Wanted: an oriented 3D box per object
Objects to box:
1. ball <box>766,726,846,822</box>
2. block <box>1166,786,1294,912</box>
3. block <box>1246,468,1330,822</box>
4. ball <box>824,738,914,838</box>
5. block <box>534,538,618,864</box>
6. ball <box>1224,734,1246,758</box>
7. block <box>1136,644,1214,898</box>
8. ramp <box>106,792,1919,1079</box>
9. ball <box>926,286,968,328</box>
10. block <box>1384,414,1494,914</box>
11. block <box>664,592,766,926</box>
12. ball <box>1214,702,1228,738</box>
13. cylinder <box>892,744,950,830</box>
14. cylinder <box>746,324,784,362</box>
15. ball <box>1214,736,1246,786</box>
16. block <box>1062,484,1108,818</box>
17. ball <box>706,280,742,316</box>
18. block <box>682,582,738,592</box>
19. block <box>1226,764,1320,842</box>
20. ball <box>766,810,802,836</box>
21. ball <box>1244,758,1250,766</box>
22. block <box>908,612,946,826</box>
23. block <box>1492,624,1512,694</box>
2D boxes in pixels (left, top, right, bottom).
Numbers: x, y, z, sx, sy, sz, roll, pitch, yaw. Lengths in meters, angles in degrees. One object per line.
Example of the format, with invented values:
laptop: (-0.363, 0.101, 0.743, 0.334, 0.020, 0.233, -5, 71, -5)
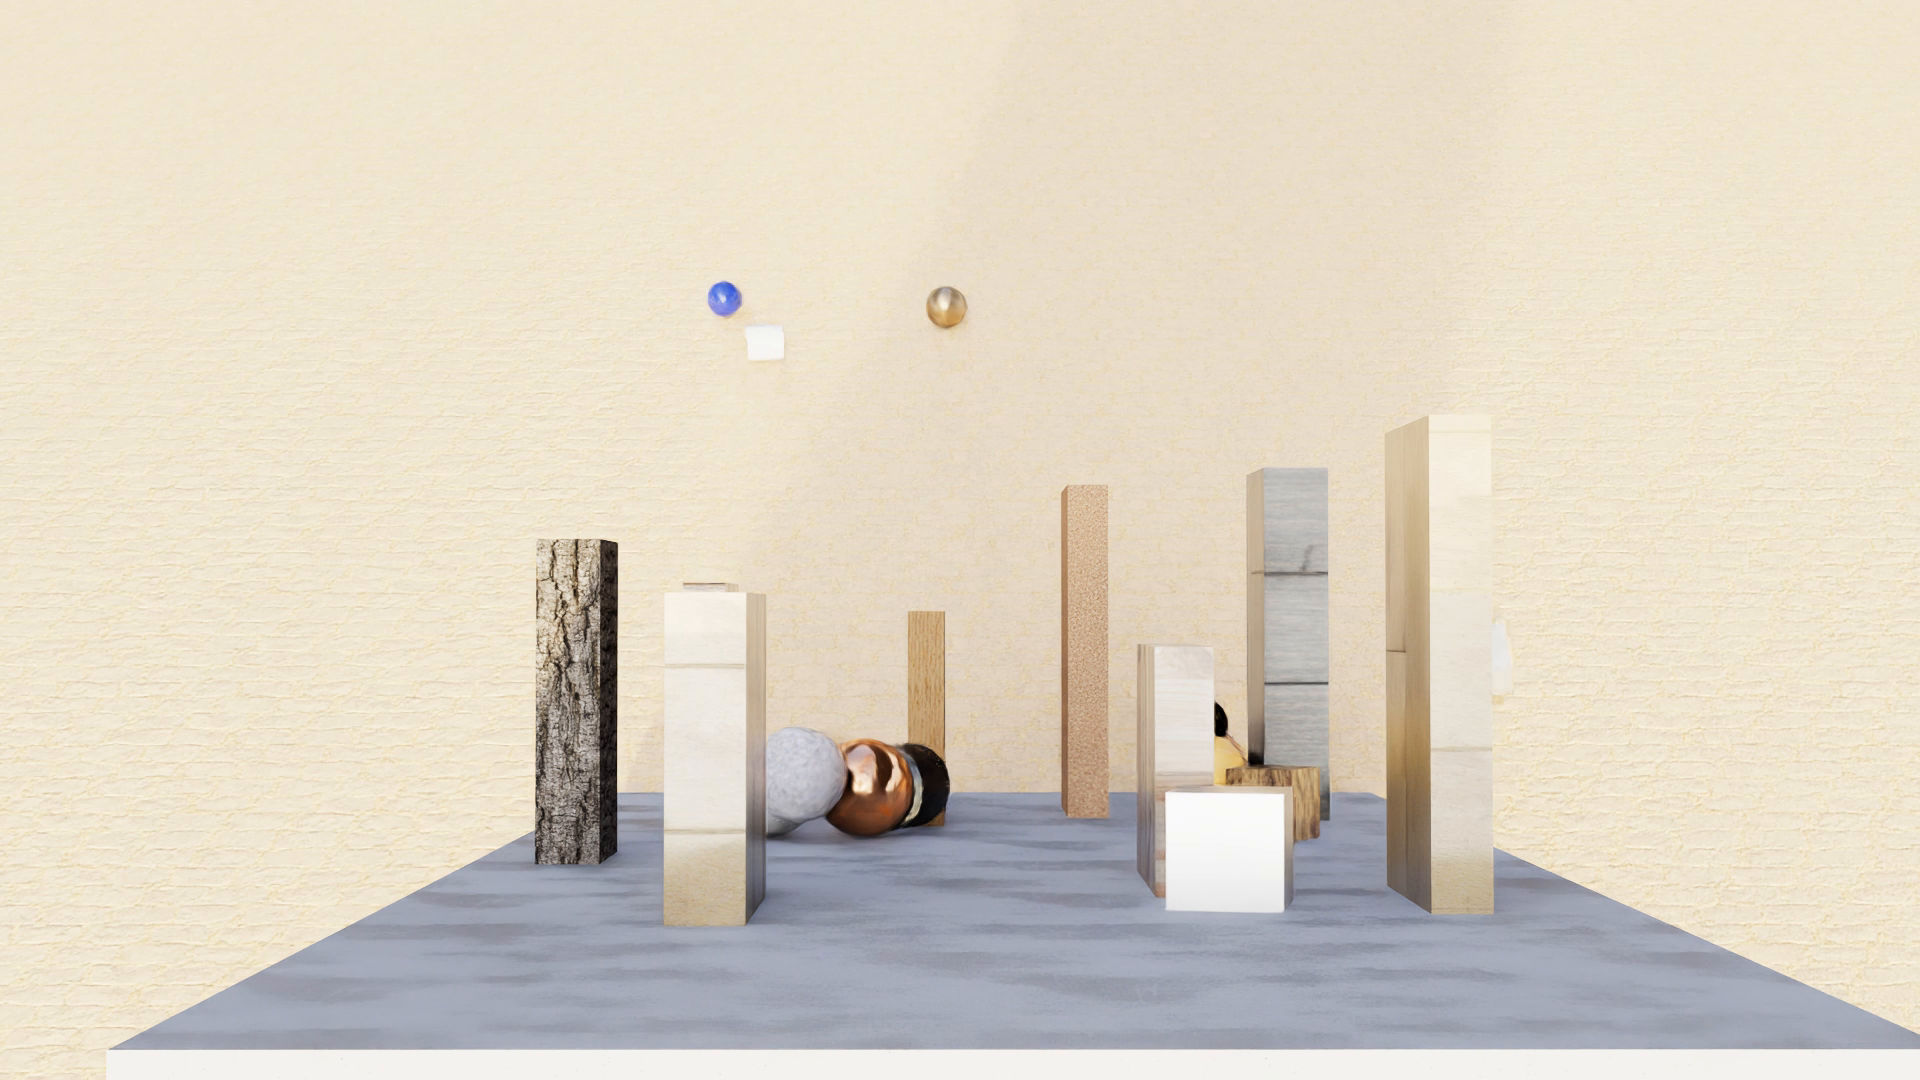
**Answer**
ball: (-0.330, 0.480, 5.314, 0.195, 0.195, 0.195, 0, 34, 0)
block: (0.438, 0.497, 4.198, 0.186, 0.186, 0.186, 0, -2, 12)
block: (0.761, 0.240, 6.048, 0.146, 0.800, 0.354, 0, -2, 0)
ball: (-0.202, 0.521, 5.463, 0.208, 0.208, 0.208, 0, 34, 0)
block: (-0.737, 0.307, 5.005, 0.121, 0.611, 0.257, 0, -2, 0)
ball: (0.589, 0.547, 6.228, 0.197, 0.197, 0.197, 0, 34, 0)
block: (0.373, 0.391, 4.535, 0.097, 0.415, 0.448, 0, -2, 0)
ramp: (0.076, 0.657, 4.808, 2.000, 0.100, 4.000, 0, -2, 0)
ball: (-0.048, -0.805, 8.968, 0.145, 0.145, 0.145, 0, 34, 0)
block: (0.787, 0.200, 4.290, 0.097, 0.784, 0.425, 0, -2, 0)
block: (-0.385, 0.337, 4.130, 0.123, 0.503, 0.414, 0, -2, 0)
ball: (0.558, 0.425, 5.994, 0.120, 0.120, 0.120, 0, 34, 0)
cylinder: (-0.143, 0.538, 5.651, 0.184, 0.184, 0.184, 17, 5, 23)
cylinder: (-0.661, -0.668, 8.785, 0.122, 0.122, 0.122, -3, 34, -6)
ball: (0.563, 0.527, 5.891, 0.170, 0.170, 0.170, 0, 34, 0)
block: (0.294, 0.261, 6.161, 0.093, 0.766, 0.387, 0, -2, 0)
ball: (-0.820, -0.840, 9.037, 0.124, 0.124, 0.124, 0, 34, 0)
block: (-0.539, 0.362, 5.623, 0.089, 0.535, 0.331, 0, -2, 0)
block: (0.655, 0.549, 5.425, 0.148, 0.148, 0.148, -1, -2, 30)
ball: (-0.399, 0.530, 5.490, 0.190, 0.190, 0.190, 0, 34, 0)
ball: (0.612, 0.565, 6.048, 0.152, 0.152, 0.152, 0, 34, 0)
block: (-0.075, 0.401, 5.959, 0.080, 0.475, 0.432, 0, -2, 0)
block: (1.448, 0.335, 7.200, 0.143, 0.143, 0.143, -7, 58, 9)
